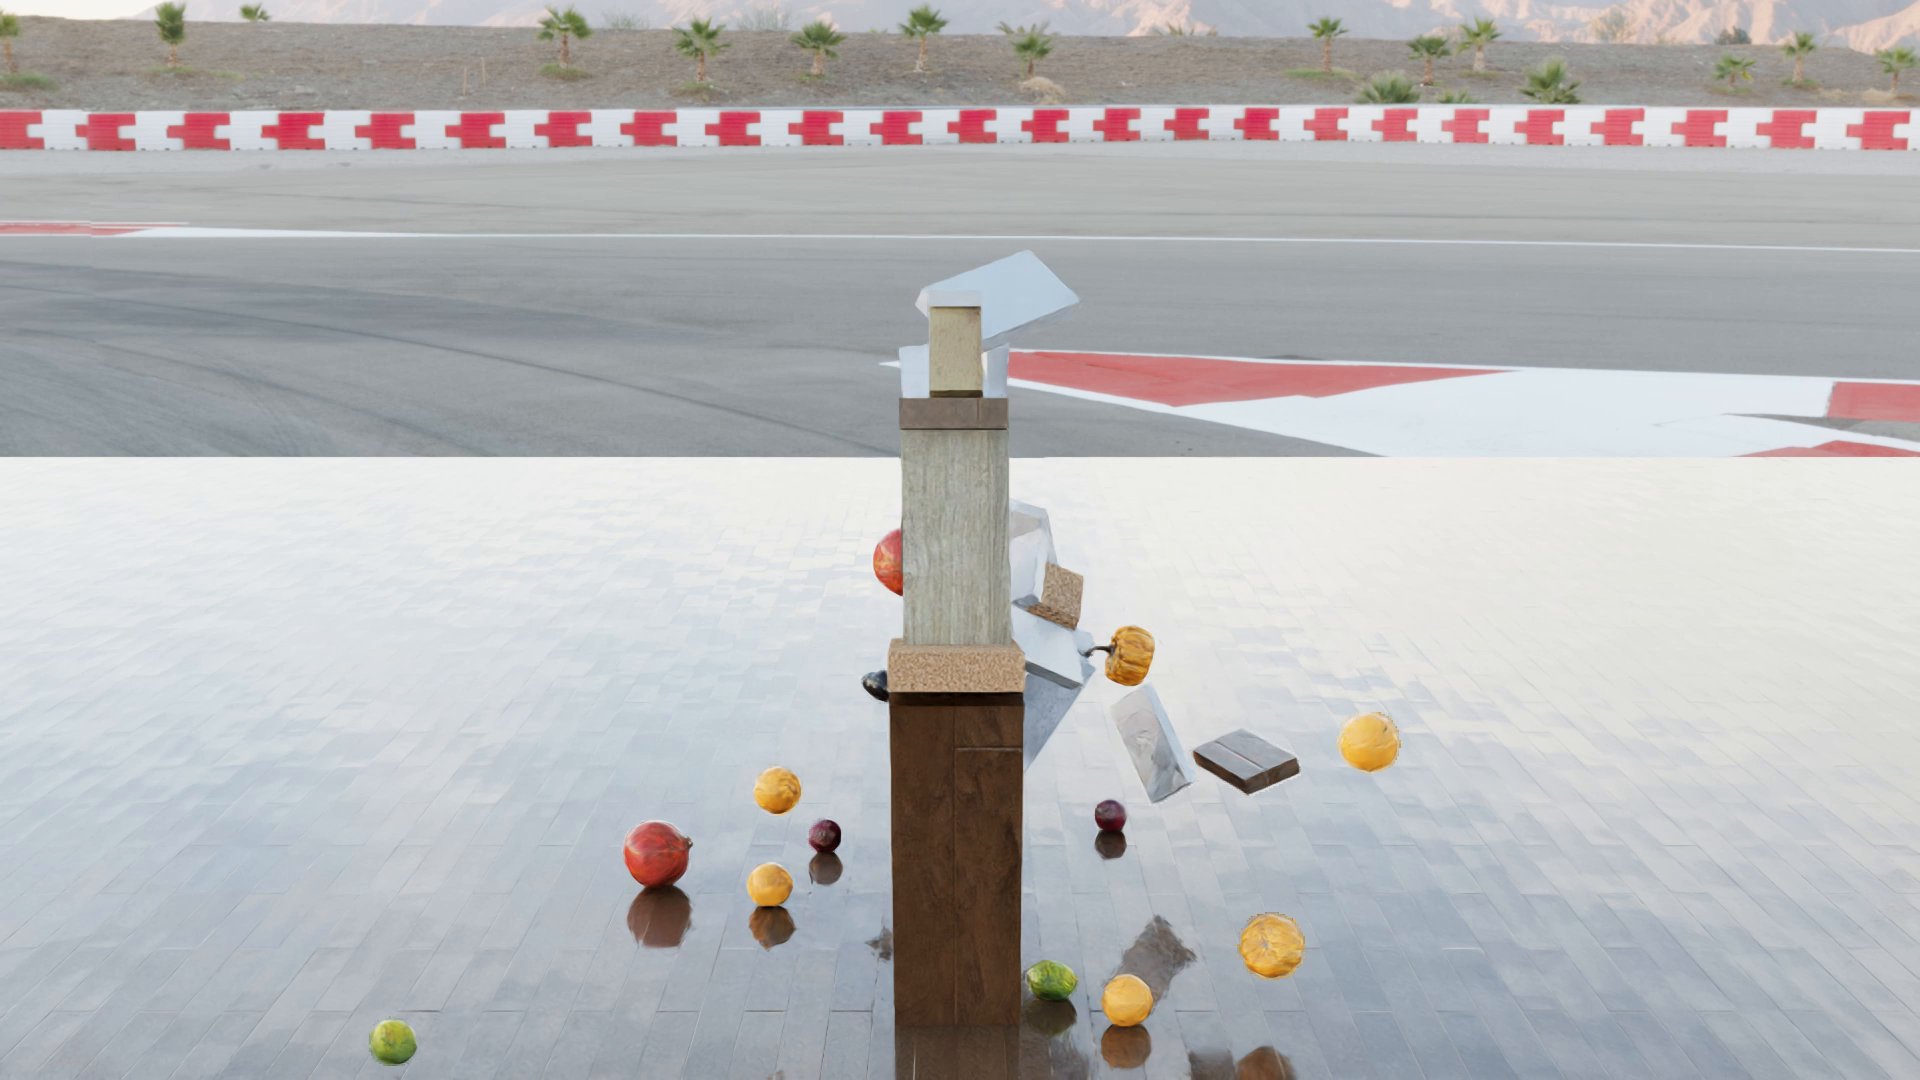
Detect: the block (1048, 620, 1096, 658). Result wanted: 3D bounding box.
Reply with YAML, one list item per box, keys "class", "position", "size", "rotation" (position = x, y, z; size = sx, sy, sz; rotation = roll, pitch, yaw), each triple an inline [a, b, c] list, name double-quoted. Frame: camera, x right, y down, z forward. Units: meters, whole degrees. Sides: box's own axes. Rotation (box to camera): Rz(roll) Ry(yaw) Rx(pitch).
- class: "block"
  position: [0.090, 0.206, 3.780]
  size: [0.134, 0.038, 0.267]
  rotation: [17, -31, -38]

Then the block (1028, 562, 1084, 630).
- class: "block"
  position: [0.160, 0.089, 3.649]
  size: [0.083, 0.023, 0.166]
  rotation: [21, 24, -4]

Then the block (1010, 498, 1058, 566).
- class: "block"
  position: [0.118, 0.003, 3.729]
  size: [0.083, 0.166, 0.023]
  rotation: [17, 52, 28]

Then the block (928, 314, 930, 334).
- class: "block"
  position: [-0.008, -0.260, 3.133]
  size: [0.072, 0.144, 0.020]
  rotation: [0, -33, -1]

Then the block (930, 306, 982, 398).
- class: "block"
  position: [-0.006, -0.259, 3.038]
  size: [0.072, 0.144, 0.020]
  rotation: [0, -33, 0]

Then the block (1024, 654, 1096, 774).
- class: "block"
  position: [0.091, 0.314, 3.682]
  size: [0.134, 0.313, 0.038]
  rotation: [26, 10, -44]

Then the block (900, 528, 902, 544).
- class: "block"
  position: [-0.011, -0.029, 4.058]
  size: [0.106, 0.030, 0.212]
  rotation: [14, -26, -28]

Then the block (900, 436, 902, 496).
- class: "block"
  position: [-0.010, -0.006, 3.218]
  size: [0.148, 0.295, 0.042]
  rotation: [0, 3, 6]

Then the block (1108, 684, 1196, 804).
- class: "block"
  position: [0.333, 0.353, 3.816]
  size: [0.026, 0.185, 0.093]
  rotation: [-7, -23, -47]

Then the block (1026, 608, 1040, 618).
- class: "block"
  position: [0.086, 0.174, 3.794]
  size: [0.113, 0.032, 0.226]
  rotation: [11, -28, -29]

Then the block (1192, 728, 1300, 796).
- class: "block"
  position: [0.449, 0.348, 3.468]
  size: [0.093, 0.026, 0.185]
  rotation: [-21, 16, -15]

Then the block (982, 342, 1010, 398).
- class: "block"
  position: [0.034, -0.218, 3.595]
  size: [0.036, 0.129, 0.481]
  rotation: [17, 51, -16]

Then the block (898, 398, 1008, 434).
- class: "block"
  position: [-0.010, -0.174, 3.119]
  size: [0.148, 0.042, 0.295]
  rotation: [0, 1, -1]

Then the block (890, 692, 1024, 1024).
- class: "block"
  position: [-0.004, 0.444, 3.042]
  size: [0.179, 0.521, 0.051]
  rotation: [0, 25, 0]

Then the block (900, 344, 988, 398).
- class: "block"
  position: [-0.025, -0.240, 3.412]
  size: [0.129, 0.036, 0.257]
  rotation: [-6, 27, 0]

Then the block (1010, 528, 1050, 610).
- class: "block"
  position: [0.099, 0.054, 3.620]
  size: [0.083, 0.023, 0.166]
  rotation: [-23, 33, 25]

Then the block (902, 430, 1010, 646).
- class: "block"
  position: [-0.006, -0.003, 3.033]
  size: [0.148, 0.295, 0.042]
  rotation: [0, 3, -1]

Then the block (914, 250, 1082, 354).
- class: "block"
  position: [0.063, -0.378, 3.499]
  size: [0.257, 0.036, 0.129]
  rotation: [-26, 65, -43]

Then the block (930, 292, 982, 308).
- class: "block"
  position: [-0.007, -0.336, 3.125]
  size: [0.072, 0.020, 0.144]
  rotation: [0, 1, -1]

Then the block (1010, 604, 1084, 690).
- class: "block"
  position: [0.130, 0.173, 3.546]
  size: [0.026, 0.093, 0.185]
  rotation: [-25, -31, 29]

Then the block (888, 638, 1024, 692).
- class: "block"
  position: [-0.008, 0.171, 3.043]
  size: [0.179, 0.051, 0.357]
  rotation: [0, 0, -1]
